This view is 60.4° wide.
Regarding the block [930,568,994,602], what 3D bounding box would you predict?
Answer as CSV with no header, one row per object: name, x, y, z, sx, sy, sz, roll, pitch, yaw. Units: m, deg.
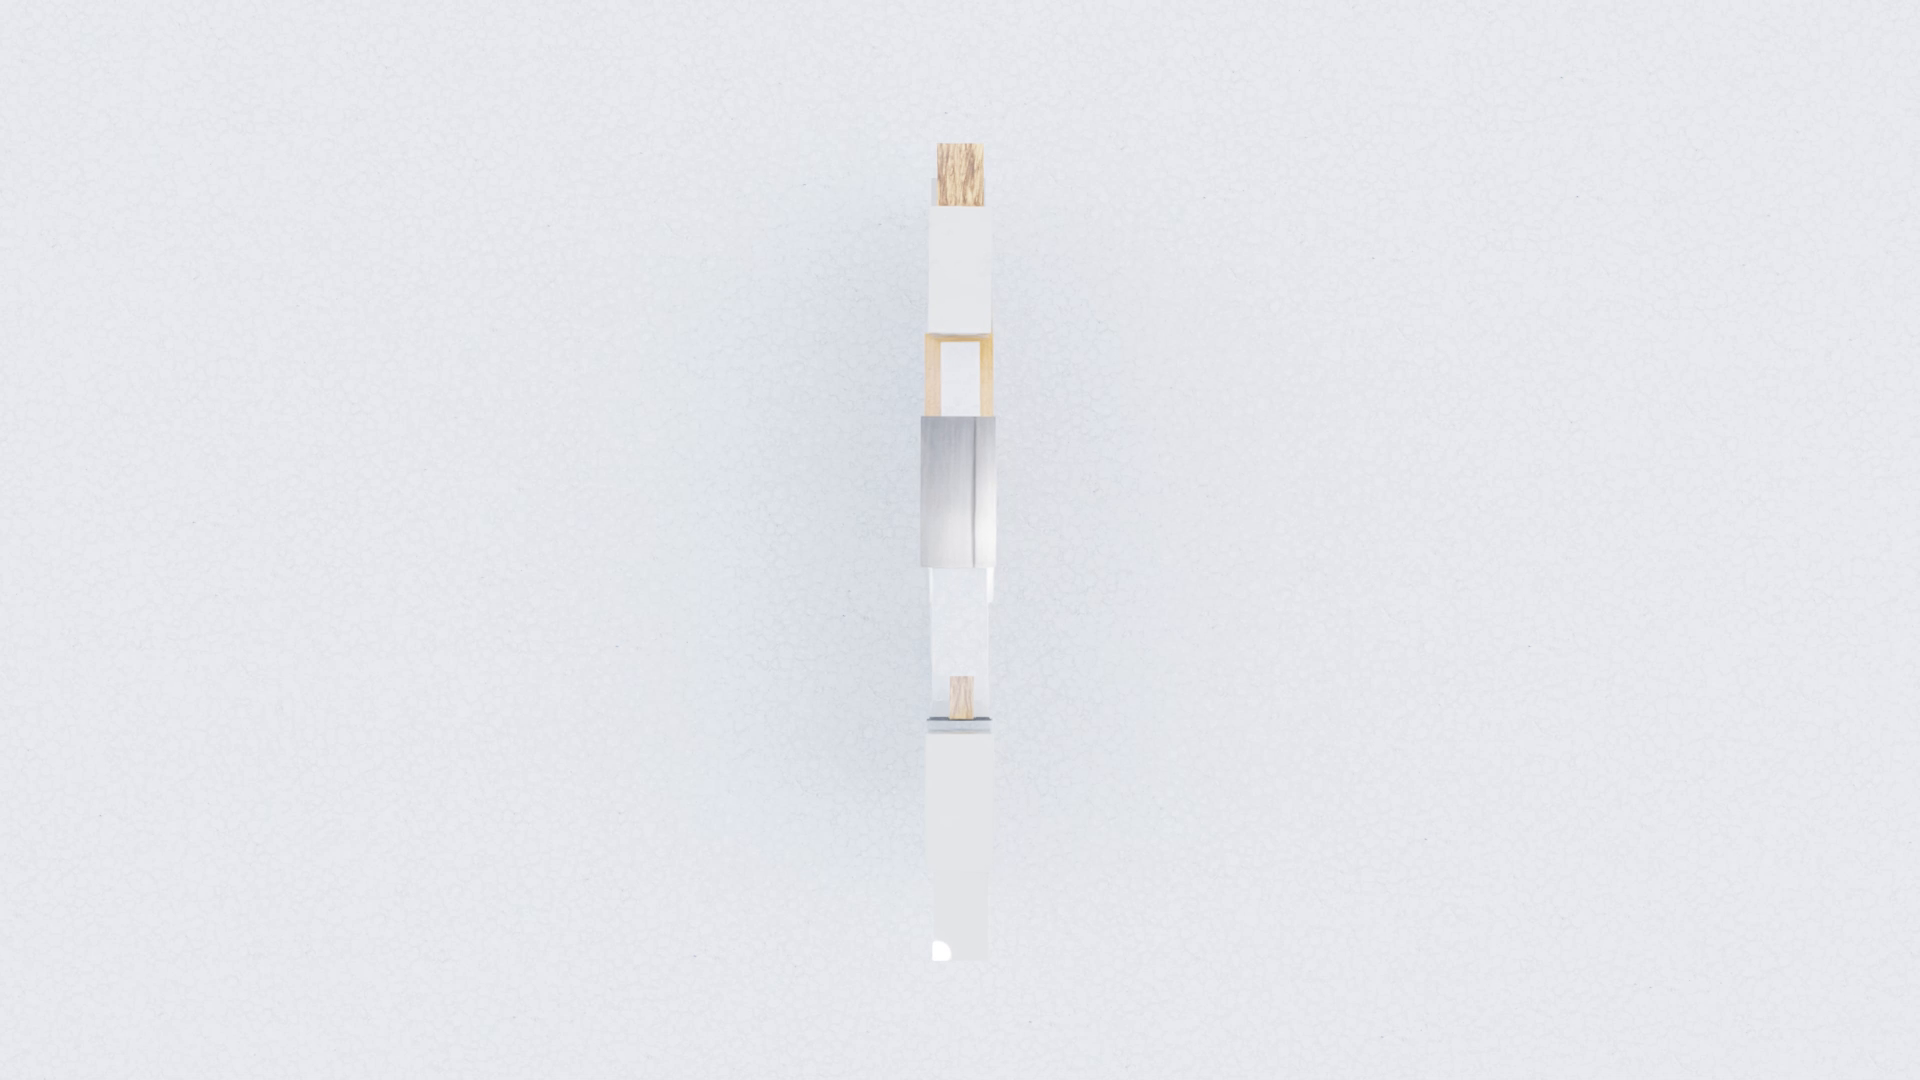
block,0.004,-0.005,4.403,0.171,0.048,0.342,0,90,0

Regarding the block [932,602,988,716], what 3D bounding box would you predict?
block,0.001,0.322,4.444,0.152,0.043,0.304,0,90,0

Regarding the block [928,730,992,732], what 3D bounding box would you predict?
block,-0.001,0.525,4.203,0.165,0.330,0.047,0,90,0

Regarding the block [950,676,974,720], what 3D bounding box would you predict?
block,0.005,0.403,4.289,0.062,0.018,0.124,1,90,0

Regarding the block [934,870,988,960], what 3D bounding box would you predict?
block,0.002,0.984,4.455,0.147,0.042,0.293,0,90,0

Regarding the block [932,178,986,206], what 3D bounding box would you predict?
block,-0.005,-0.933,5.022,0.165,0.047,0.329,0,90,0

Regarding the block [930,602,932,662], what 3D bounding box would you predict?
block,-0.002,0.184,4.793,0.166,0.047,0.333,0,90,0

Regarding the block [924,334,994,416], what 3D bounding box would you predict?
block,-0.002,-0.361,4.336,0.179,0.051,0.357,0,90,0

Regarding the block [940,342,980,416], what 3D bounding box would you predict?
block,0.001,-0.396,4.106,0.096,0.027,0.192,0,90,0

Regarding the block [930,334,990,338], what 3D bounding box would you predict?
block,0.000,-0.549,4.160,0.152,0.303,0.043,0,90,0

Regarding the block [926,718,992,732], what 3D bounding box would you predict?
block,-0.001,0.655,4.393,0.176,0.050,0.352,0,90,0

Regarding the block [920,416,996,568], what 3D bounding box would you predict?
block,-0.005,-0.114,3.927,0.179,0.051,0.358,0,90,0

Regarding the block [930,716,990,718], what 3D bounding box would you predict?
block,-0.002,0.538,4.603,0.176,0.371,0.050,0,90,0

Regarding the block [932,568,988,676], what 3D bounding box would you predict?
block,0.001,0.202,4.093,0.134,0.038,0.267,0,90,0

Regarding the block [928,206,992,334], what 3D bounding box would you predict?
block,0.001,-0.651,3.986,0.152,0.043,0.303,1,90,0

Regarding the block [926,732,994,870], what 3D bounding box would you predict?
block,-0.001,0.635,4.014,0.165,0.047,0.330,0,90,0

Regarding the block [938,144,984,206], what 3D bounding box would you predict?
block,0.001,-0.997,4.714,0.133,0.038,0.266,0,90,0
